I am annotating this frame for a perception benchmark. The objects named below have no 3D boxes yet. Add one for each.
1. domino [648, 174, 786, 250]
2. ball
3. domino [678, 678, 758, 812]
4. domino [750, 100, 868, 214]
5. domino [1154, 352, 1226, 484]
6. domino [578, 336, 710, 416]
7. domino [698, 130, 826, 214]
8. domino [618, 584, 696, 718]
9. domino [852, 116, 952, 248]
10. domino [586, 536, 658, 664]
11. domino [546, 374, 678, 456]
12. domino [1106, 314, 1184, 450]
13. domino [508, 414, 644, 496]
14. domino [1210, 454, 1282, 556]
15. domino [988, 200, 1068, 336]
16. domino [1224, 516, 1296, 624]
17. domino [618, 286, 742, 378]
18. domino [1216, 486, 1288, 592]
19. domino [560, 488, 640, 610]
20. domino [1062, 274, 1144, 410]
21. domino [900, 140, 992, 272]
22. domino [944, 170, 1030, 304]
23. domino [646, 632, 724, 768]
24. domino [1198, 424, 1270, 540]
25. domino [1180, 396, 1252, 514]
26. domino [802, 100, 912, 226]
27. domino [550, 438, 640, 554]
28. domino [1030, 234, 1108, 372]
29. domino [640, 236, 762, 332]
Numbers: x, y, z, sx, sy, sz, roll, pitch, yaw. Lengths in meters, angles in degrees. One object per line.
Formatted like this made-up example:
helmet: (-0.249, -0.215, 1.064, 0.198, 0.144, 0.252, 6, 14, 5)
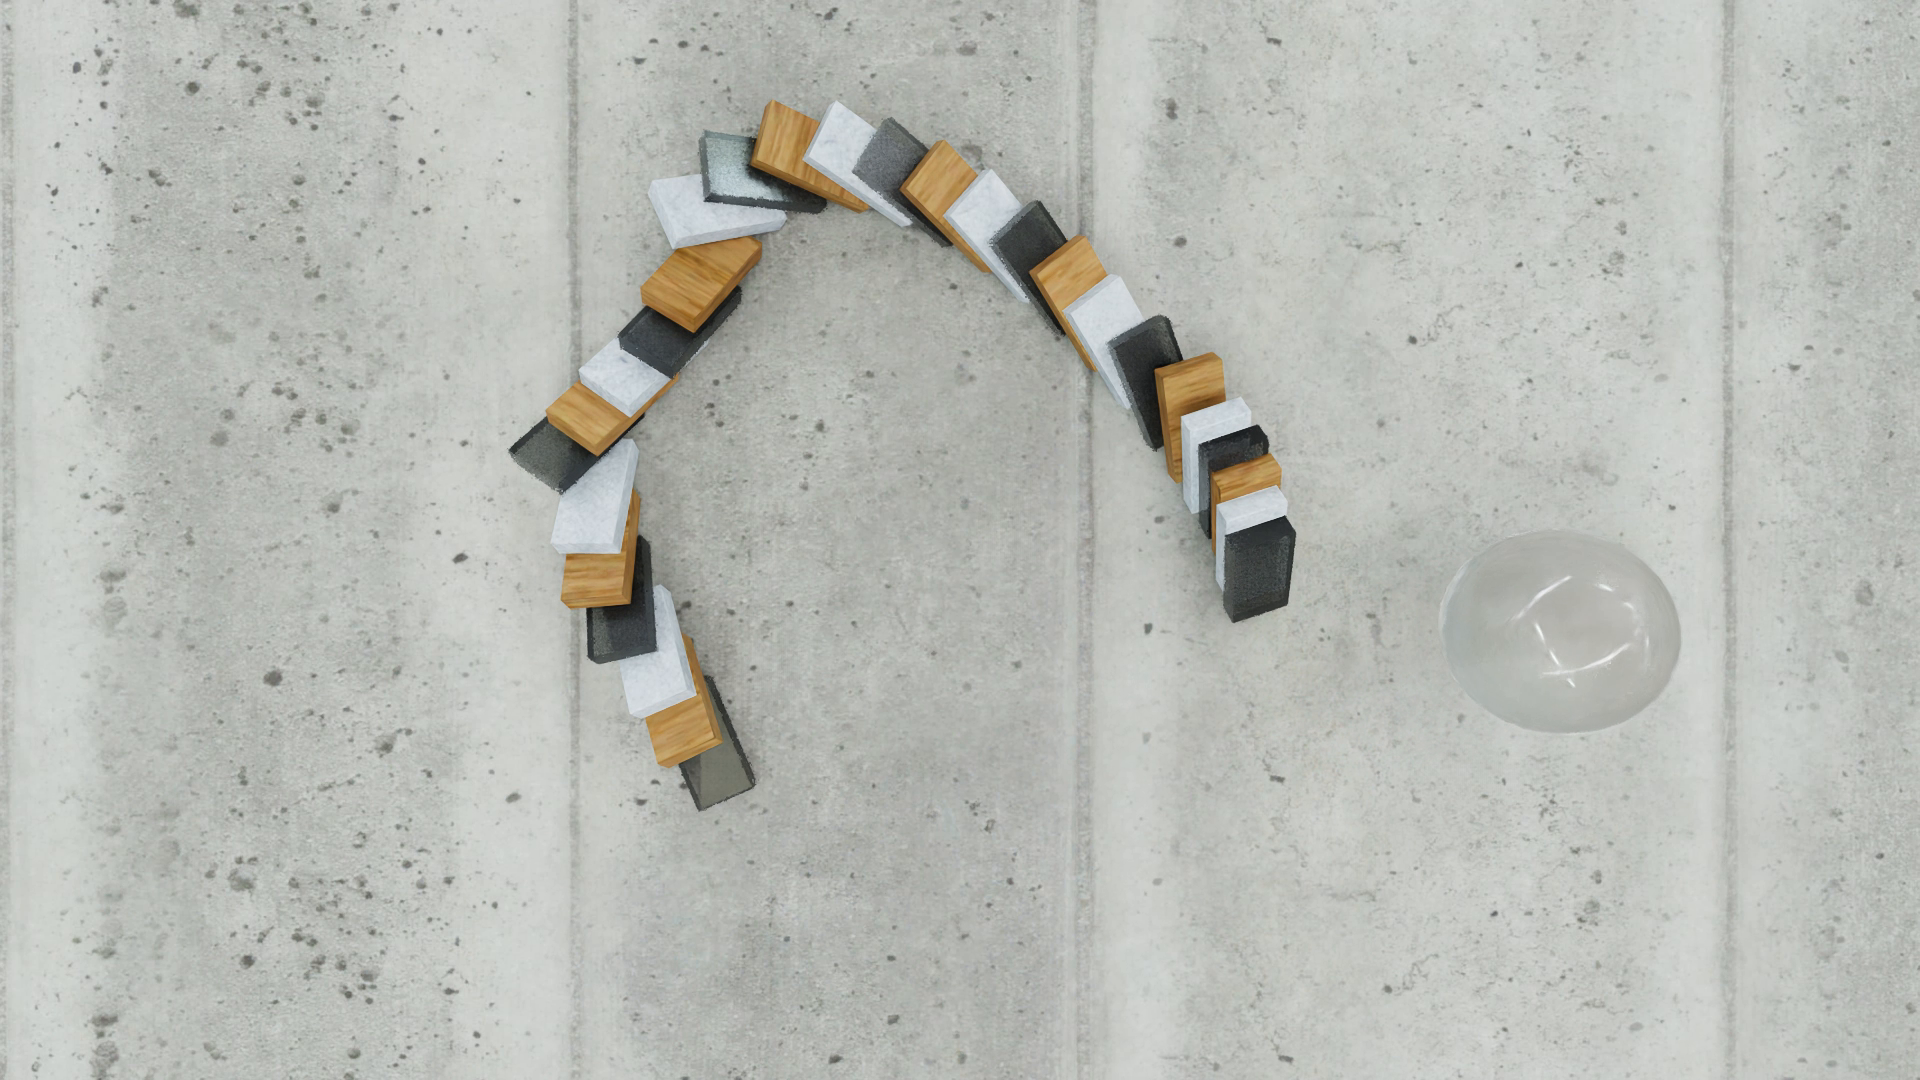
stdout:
domino: (-0.101, -0.139, 0.382, 0.050, 0.009, 0.025, -24, 89, -33)
ball: (0.233, 0.036, 0.360, 0.080, 0.080, 0.080, 0, 90, 0)
domino: (-0.110, 0.088, 0.395, 0.025, 0.010, 0.050, -23, 90, 0)
domino: (-0.060, -0.159, 0.383, 0.050, 0.009, 0.025, 15, 89, -30)
domino: (0.098, -0.050, 0.382, 0.025, 0.010, 0.050, -17, 123, -2)
domino: (-0.131, -0.077, 0.384, 0.025, 0.010, 0.050, 35, 62, 2)
domino: (-0.082, -0.153, 0.383, 0.050, 0.010, 0.025, -5, 90, -31)
domino: (-0.130, 0.046, 0.385, 0.025, 0.010, 0.050, -23, 64, 0)
domino: (-0.017, -0.149, 0.384, 0.050, 0.010, 0.025, 32, 90, -29)
domino: (-0.143, 0.025, 0.385, 0.025, 0.010, 0.050, -13, 65, 0)
domino: (-0.145, -0.061, 0.384, 0.025, 0.010, 0.050, 35, 62, 3)
domino: (0.083, -0.066, 0.385, 0.025, 0.010, 0.050, -29, 117, 0)
domino: (-0.159, -0.045, 0.383, 0.025, 0.009, 0.050, 35, 62, 4)
domino: (0.117, -0.012, 0.378, 0.025, 0.050, 0.010, -19, 49, 1)
domino: (0.037, -0.113, 0.384, 0.025, 0.009, 0.050, -43, 118, 0)
domino: (0.123, 0.013, 0.378, 0.025, 0.050, 0.009, -18, 49, 0)
domino: (-0.117, -0.093, 0.384, 0.025, 0.009, 0.050, 31, 62, 0)
domino: (0.119, 0.001, 0.378, 0.025, 0.050, 0.009, -18, 49, 0)
domino: (-0.150, 0.003, 0.384, 0.025, 0.009, 0.050, -5, 63, 0)
domino: (0.067, -0.083, 0.384, 0.025, 0.009, 0.050, -38, 117, 0)
domino: (0.002, -0.139, 0.384, 0.050, 0.009, 0.025, 38, 90, -28)
domino: (0.019, -0.127, 0.384, 0.050, 0.010, 0.025, 41, 90, -28)
domino: (-0.120, 0.067, 0.385, 0.025, 0.009, 0.050, -25, 64, -1)
domino: (0.112, -0.023, 0.378, 0.025, 0.050, 0.010, -18, 49, 0)
domino: (0.105, -0.034, 0.378, 0.025, 0.050, 0.009, -18, 49, 0)
domino: (-0.038, -0.156, 0.384, 0.050, 0.009, 0.025, 26, 89, -29)
domino: (-0.152, -0.019, 0.384, 0.025, 0.010, 0.050, 0, 63, 0)
domino: (0.053, -0.099, 0.384, 0.025, 0.010, 0.050, -38, 117, 0)
domino: (-0.108, -0.112, 0.384, 0.025, 0.010, 0.050, 31, 63, 0)
